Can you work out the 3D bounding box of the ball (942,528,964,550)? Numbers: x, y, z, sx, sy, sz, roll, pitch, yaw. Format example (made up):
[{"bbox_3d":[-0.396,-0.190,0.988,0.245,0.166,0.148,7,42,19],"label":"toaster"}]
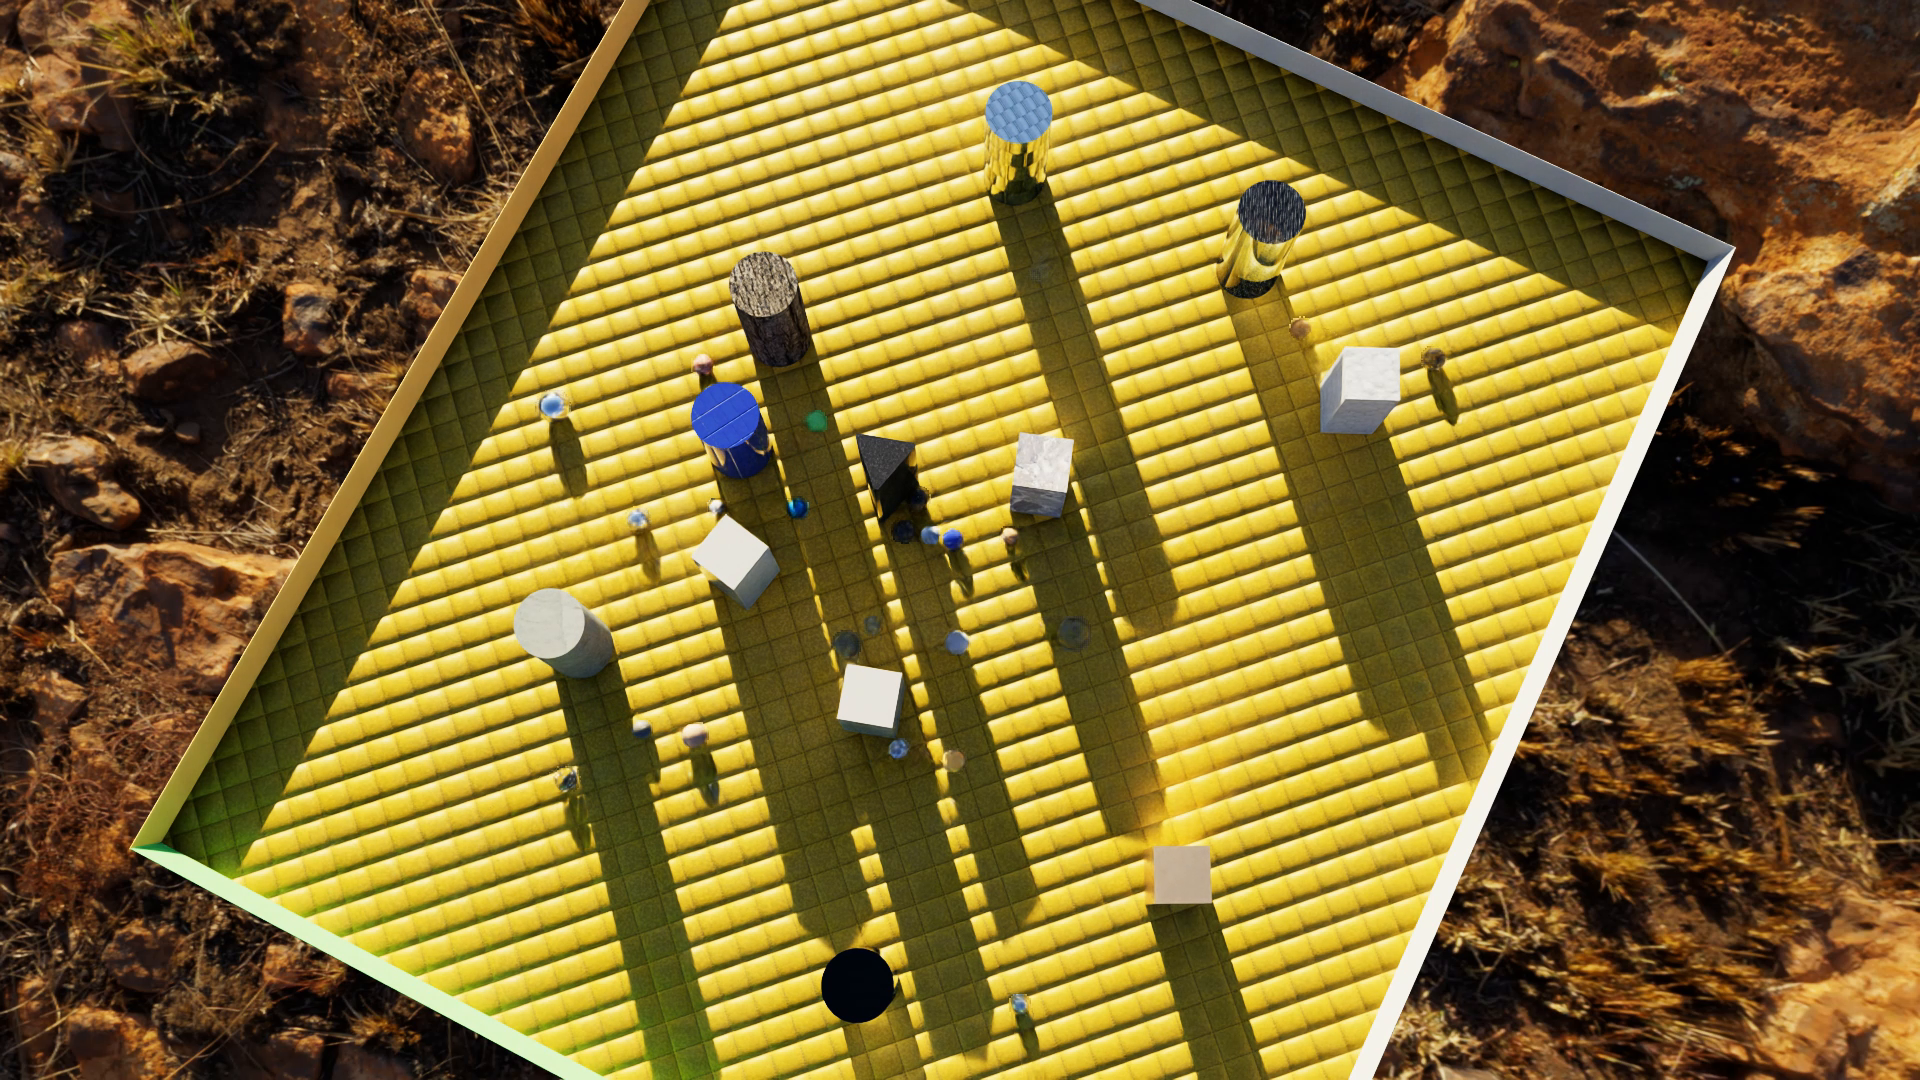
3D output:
[{"bbox_3d":[-0.022,-0.003,5.585,0.063,0.063,0.063,0,78,0],"label":"ball"}]

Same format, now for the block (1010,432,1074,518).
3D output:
[{"bbox_3d":[0.241,-0.191,5.480,0.159,0.344,0.159,8,78,2],"label":"block"}]

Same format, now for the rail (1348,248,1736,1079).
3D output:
[{"bbox_3d":[1.534,0.758,5.393,0.045,0.129,3.791,26,80,5],"label":"rail"}]

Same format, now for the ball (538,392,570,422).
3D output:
[{"bbox_3d":[-1.253,-0.409,5.652,0.097,0.097,0.097,0,78,0],"label":"ball"}]

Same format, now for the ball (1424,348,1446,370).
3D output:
[{"bbox_3d":[1.476,-0.563,5.697,0.070,0.070,0.070,0,78,0],"label":"ball"}]

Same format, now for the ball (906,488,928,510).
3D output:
[{"bbox_3d":[-0.131,-0.124,5.607,0.070,0.070,0.070,0,78,0],"label":"ball"}]

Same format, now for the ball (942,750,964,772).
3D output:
[{"bbox_3d":[-0.020,0.657,5.446,0.068,0.068,0.068,0,78,0],"label":"ball"}]

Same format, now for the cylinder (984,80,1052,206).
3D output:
[{"bbox_3d":[0.174,-1.211,5.624,0.199,0.476,0.199,0,78,0],"label":"cylinder"}]

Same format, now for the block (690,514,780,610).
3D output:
[{"bbox_3d":[-0.659,0.071,5.419,0.159,0.358,0.159,37,81,7],"label":"block"}]

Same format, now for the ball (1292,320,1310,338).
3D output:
[{"bbox_3d":[1.066,-0.660,5.723,0.059,0.059,0.059,0,78,0],"label":"ball"}]

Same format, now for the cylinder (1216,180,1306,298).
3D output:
[{"bbox_3d":[0.907,-0.905,5.560,0.199,0.477,0.199,0,78,0],"label":"cylinder"}]

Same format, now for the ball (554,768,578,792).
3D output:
[{"bbox_3d":[-1.169,0.709,5.433,0.072,0.072,0.072,0,78,0],"label":"ball"}]

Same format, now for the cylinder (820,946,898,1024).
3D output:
[{"bbox_3d":[-0.278,1.247,5.157,0.199,0.395,0.199,0,78,0],"label":"cylinder"}]

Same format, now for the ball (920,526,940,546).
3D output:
[{"bbox_3d":[-0.091,-0.015,5.589,0.061,0.061,0.061,0,78,0],"label":"ball"}]

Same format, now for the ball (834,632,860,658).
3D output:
[{"bbox_3d":[-0.341,0.316,5.512,0.077,0.077,0.077,0,78,0],"label":"ball"}]

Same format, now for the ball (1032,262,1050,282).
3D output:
[{"bbox_3d":[0.256,-0.841,5.760,0.060,0.060,0.060,0,78,0],"label":"ball"}]

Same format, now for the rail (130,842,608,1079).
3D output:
[{"bbox_3d":[-0.837,1.646,5.209,3.477,0.129,0.045,26,80,5],"label":"rail"}]

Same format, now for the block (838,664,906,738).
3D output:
[{"bbox_3d":[-0.256,0.474,5.353,0.159,0.324,0.159,10,78,2],"label":"block"}]

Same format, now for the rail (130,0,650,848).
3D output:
[{"bbox_3d":[-1.534,-0.744,5.704,0.045,0.129,3.791,26,80,5],"label":"rail"}]

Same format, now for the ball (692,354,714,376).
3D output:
[{"bbox_3d":[-0.798,-0.544,5.697,0.064,0.064,0.064,0,78,0],"label":"ball"}]

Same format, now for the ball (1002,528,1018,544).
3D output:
[{"bbox_3d":[0.153,-0.011,5.593,0.050,0.050,0.050,0,78,0],"label":"ball"}]

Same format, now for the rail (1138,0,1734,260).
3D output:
[{"bbox_3d":[0.837,-1.633,5.888,3.477,0.129,0.045,26,80,5],"label":"rail"}]

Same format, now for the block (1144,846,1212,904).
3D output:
[{"bbox_3d":[0.624,0.966,5.272,0.159,0.283,0.159,-1,78,0],"label":"block"}]

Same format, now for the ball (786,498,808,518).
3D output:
[{"bbox_3d":[-0.498,-0.096,5.605,0.062,0.062,0.062,0,78,0],"label":"ball"}]

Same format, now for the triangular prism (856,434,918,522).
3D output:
[{"bbox_3d":[-0.239,-0.210,5.435,0.149,0.441,0.172,40,81,8],"label":"triangular prism"}]

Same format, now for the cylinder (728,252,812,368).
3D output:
[{"bbox_3d":[-0.566,-0.687,5.509,0.199,0.489,0.199,0,78,0],"label":"cylinder"}]

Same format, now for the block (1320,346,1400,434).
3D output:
[{"bbox_3d":[1.201,-0.446,5.517,0.159,0.375,0.159,2,78,0],"label":"block"}]

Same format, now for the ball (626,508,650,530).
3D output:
[{"bbox_3d":[-0.983,-0.062,5.595,0.068,0.068,0.068,0,78,0],"label":"ball"}]

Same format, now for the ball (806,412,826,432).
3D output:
[{"bbox_3d":[-0.445,-0.363,5.661,0.061,0.061,0.061,0,78,0],"label":"ball"}]

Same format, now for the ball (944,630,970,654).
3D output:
[{"bbox_3d":[-0.009,0.309,5.515,0.073,0.073,0.073,0,78,0],"label":"ball"}]

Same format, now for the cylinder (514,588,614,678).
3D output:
[{"bbox_3d":[-1.149,0.277,5.337,0.199,0.436,0.199,0,78,0],"label":"cylinder"}]

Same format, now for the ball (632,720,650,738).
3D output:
[{"bbox_3d":[-0.951,0.565,5.471,0.057,0.057,0.057,0,78,0],"label":"ball"}]

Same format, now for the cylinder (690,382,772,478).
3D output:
[{"bbox_3d":[-0.681,-0.324,5.493,0.199,0.373,0.199,0,78,0],"label":"cylinder"}]

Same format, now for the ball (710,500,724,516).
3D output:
[{"bbox_3d":[-0.744,-0.099,5.613,0.046,0.046,0.046,0,78,0],"label":"ball"}]

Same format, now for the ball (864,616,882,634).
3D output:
[{"bbox_3d":[-0.264,0.256,5.537,0.052,0.052,0.052,0,78,0],"label":"ball"}]

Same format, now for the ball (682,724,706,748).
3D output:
[{"bbox_3d":[-0.792,0.583,5.458,0.074,0.074,0.074,0,78,0],"label":"ball"}]

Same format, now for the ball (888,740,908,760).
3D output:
[{"bbox_3d":[-0.183,0.623,5.458,0.058,0.058,0.058,0,78,0],"label":"ball"}]

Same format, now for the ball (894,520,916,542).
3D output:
[{"bbox_3d":[-0.169,-0.030,5.588,0.068,0.068,0.068,0,78,0],"label":"ball"}]

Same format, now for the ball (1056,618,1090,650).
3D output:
[{"bbox_3d":[0.340,0.282,5.508,0.099,0.099,0.099,0,78,0],"label":"ball"}]

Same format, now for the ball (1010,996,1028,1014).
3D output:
[{"bbox_3d":[0.174,1.347,5.311,0.052,0.052,0.052,0,78,0],"label":"ball"}]
